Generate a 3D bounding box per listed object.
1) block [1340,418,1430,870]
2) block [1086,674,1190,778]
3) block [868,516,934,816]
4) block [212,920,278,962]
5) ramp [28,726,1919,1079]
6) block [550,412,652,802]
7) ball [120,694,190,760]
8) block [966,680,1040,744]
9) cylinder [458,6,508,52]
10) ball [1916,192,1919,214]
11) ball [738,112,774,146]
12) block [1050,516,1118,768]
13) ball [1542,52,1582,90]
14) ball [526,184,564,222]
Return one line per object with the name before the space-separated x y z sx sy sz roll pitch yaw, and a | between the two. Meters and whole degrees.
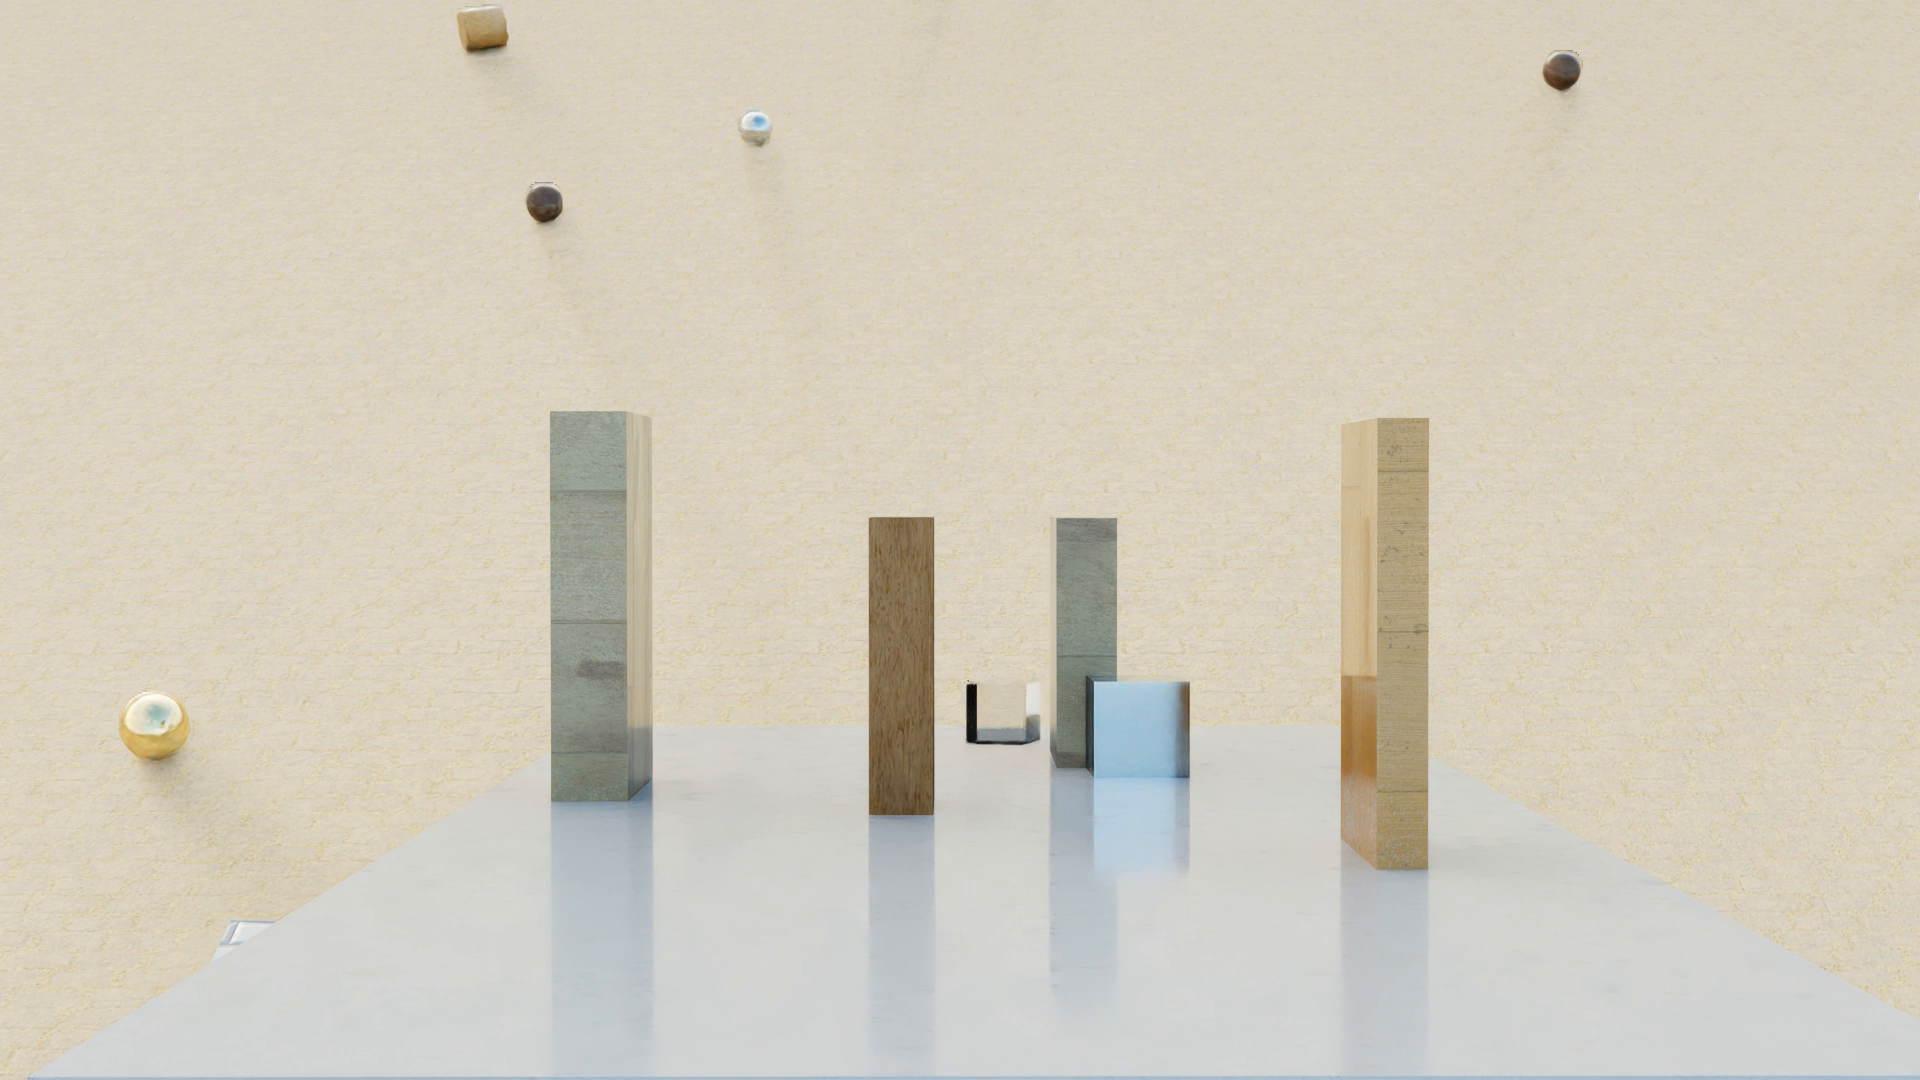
block | 0.690 0.159 4.215 0.081 0.705 0.378 0 1 0
block | 0.374 0.392 5.461 0.200 0.200 0.200 0 1 -2
block | -0.108 0.230 4.859 0.118 0.545 0.261 0 1 0
block | -1.527 0.957 5.666 0.172 0.172 0.172 1 27 1
ramp | 0.062 0.556 4.594 2.000 0.100 4.000 0 1 0
block | -0.710 0.124 5.144 0.147 0.747 0.410 0 1 0
ball | -2.056 0.477 6.594 0.173 0.173 0.173 0 27 0
block | 0.103 0.411 6.167 0.140 0.140 0.140 0 1 19
cylinder | -2.248 -2.409 12.157 0.191 0.191 0.191 -11 29 -20
ball | 3.820 -1.313 10.039 0.190 0.190 0.190 0 27 0
ball | -0.861 -1.735 10.905 0.145 0.145 0.145 0 27 0
block | 0.273 0.219 5.758 0.131 0.538 0.403 0 1 0
ball | 2.703 -2.107 11.598 0.169 0.169 0.169 0 27 0
ball | -1.624 -1.318 10.095 0.147 0.147 0.147 0 27 0
